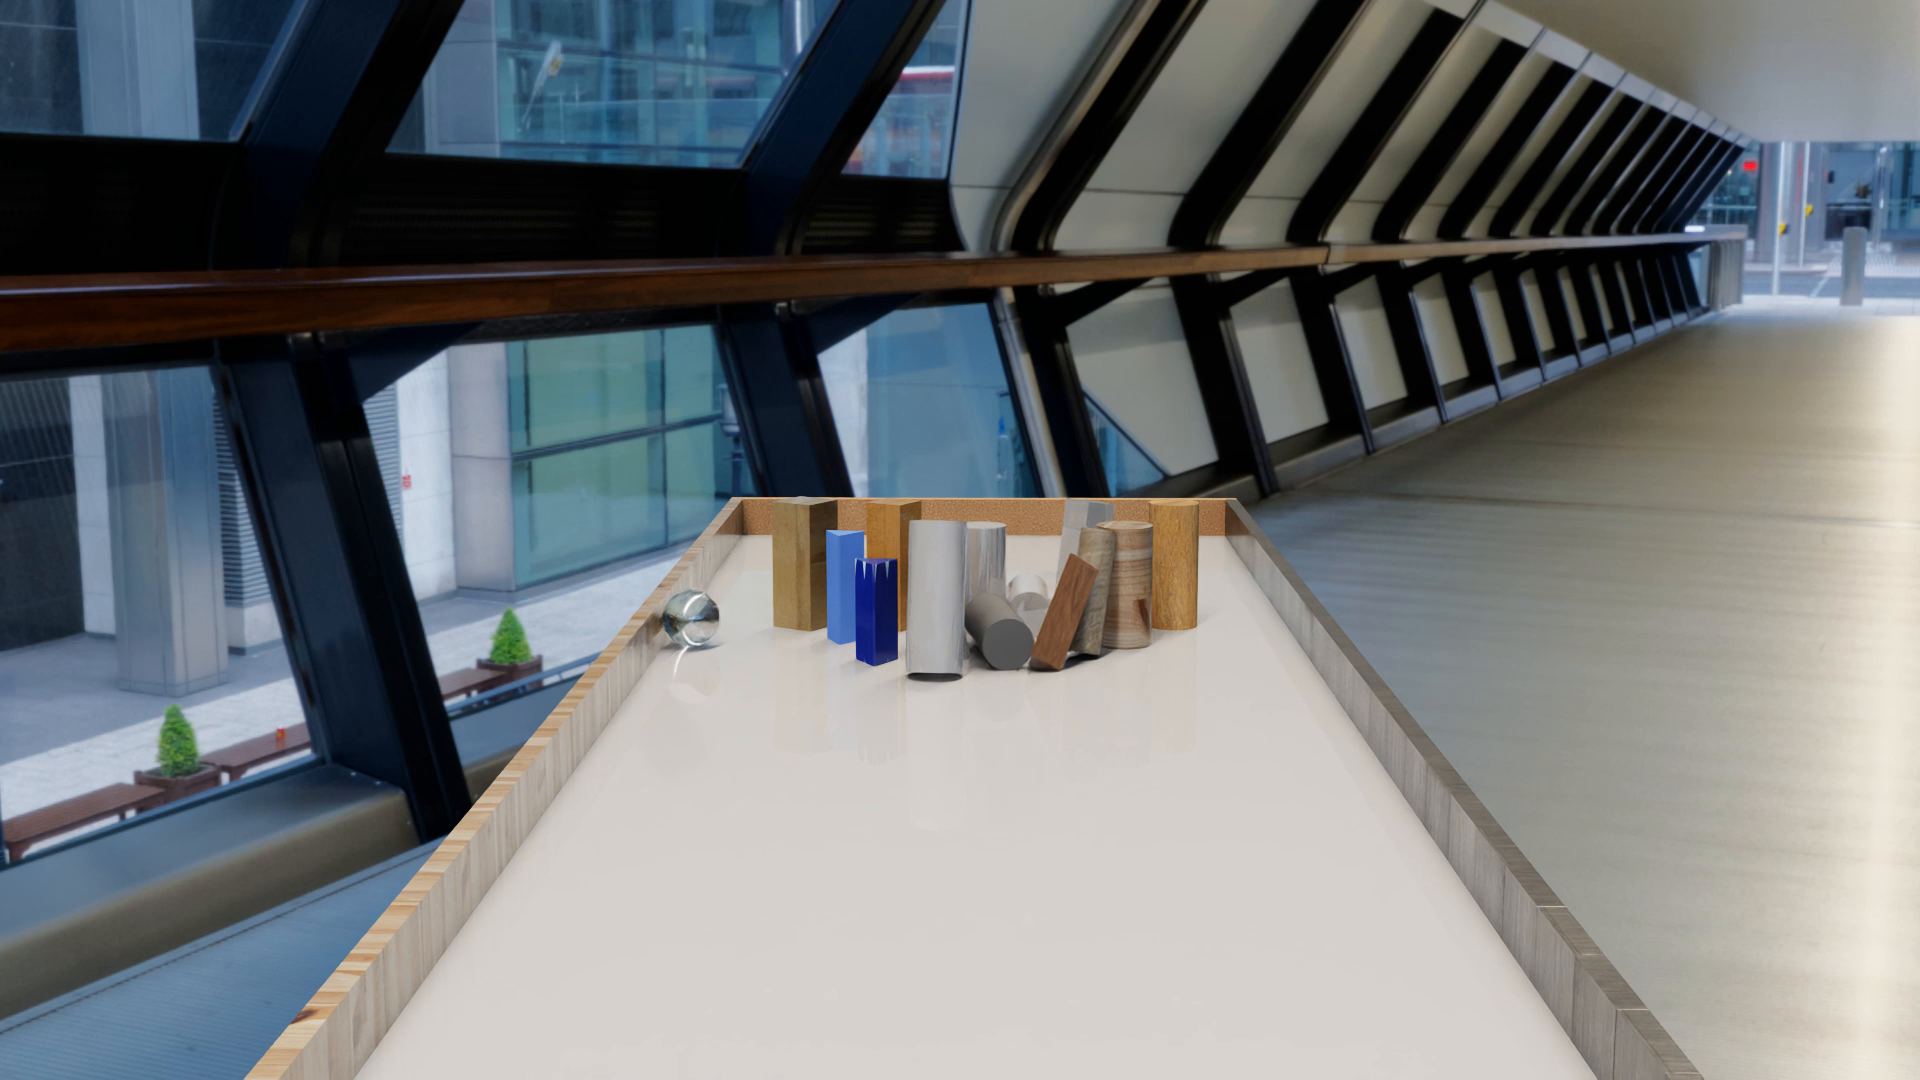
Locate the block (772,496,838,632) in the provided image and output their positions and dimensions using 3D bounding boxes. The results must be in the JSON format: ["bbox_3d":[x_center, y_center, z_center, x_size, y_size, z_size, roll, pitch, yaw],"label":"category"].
[{"bbox_3d":[-0.506,0.076,7.205,0.153,0.414,0.153,6,11,33],"label":"block"}]

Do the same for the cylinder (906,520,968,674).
[{"bbox_3d":[-0.070,0.166,6.471,0.171,0.443,0.171,1,-1,0],"label":"cylinder"}]

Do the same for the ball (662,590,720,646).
[{"bbox_3d":[-0.842,0.245,6.892,0.178,0.178,0.178,0,9,0],"label":"ball"}]

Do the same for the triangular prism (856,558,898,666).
[{"bbox_3d":[-0.270,0.214,6.669,0.110,0.311,0.127,6,11,32],"label":"triangular prism"}]

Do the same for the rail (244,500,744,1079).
[{"bbox_3d":[-1.004,0.839,3.234,0.050,0.150,12.000,0,9,1],"label":"rail"}]

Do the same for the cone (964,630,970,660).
[{"bbox_3d":[-0.045,0.167,6.717,0.155,0.387,0.155,0,9,0],"label":"cone"}]

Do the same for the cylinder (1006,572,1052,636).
[{"bbox_3d":[0.225,0.211,7.202,0.149,0.149,0.355,0,9,1],"label":"cylinder"}]

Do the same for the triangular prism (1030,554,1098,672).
[{"bbox_3d":[0.293,0.224,6.624,0.109,0.350,0.095,32,-25,-21],"label":"triangular prism"}]

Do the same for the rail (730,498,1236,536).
[{"bbox_3d":[0.099,-0.098,9.147,2.100,0.150,0.050,0,9,1],"label":"rail"}]

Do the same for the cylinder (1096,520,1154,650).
[{"bbox_3d":[0.515,0.140,6.911,0.179,0.379,0.179,0,9,0],"label":"cylinder"}]

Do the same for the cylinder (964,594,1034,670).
[{"bbox_3d":[0.116,0.278,6.754,0.157,0.157,0.428,-1,9,-7],"label":"cylinder"}]

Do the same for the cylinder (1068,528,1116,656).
[{"bbox_3d":[0.399,0.158,6.747,0.112,0.380,0.112,8,-4,1],"label":"cylinder"}]

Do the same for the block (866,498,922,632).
[{"bbox_3d":[-0.215,0.080,7.184,0.130,0.414,0.130,5,10,31],"label":"block"}]

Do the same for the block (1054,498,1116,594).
[{"bbox_3d":[0.402,0.076,7.189,0.114,0.408,0.114,4,4,-38],"label":"block"}]

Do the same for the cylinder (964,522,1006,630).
[{"bbox_3d":[0.071,0.117,7.200,0.160,0.335,0.160,0,9,0],"label":"cylinder"}]

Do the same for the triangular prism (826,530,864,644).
[{"bbox_3d":[-0.382,0.146,6.977,0.104,0.348,0.120,7,11,38],"label":"triangular prism"}]

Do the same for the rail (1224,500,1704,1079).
[{"bbox_3d":[1.046,0.843,3.208,0.050,0.150,12.000,0,9,1],"label":"rail"}]

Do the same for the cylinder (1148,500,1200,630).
[{"bbox_3d":[0.698,0.079,7.203,0.163,0.409,0.163,0,9,0],"label":"cylinder"}]
